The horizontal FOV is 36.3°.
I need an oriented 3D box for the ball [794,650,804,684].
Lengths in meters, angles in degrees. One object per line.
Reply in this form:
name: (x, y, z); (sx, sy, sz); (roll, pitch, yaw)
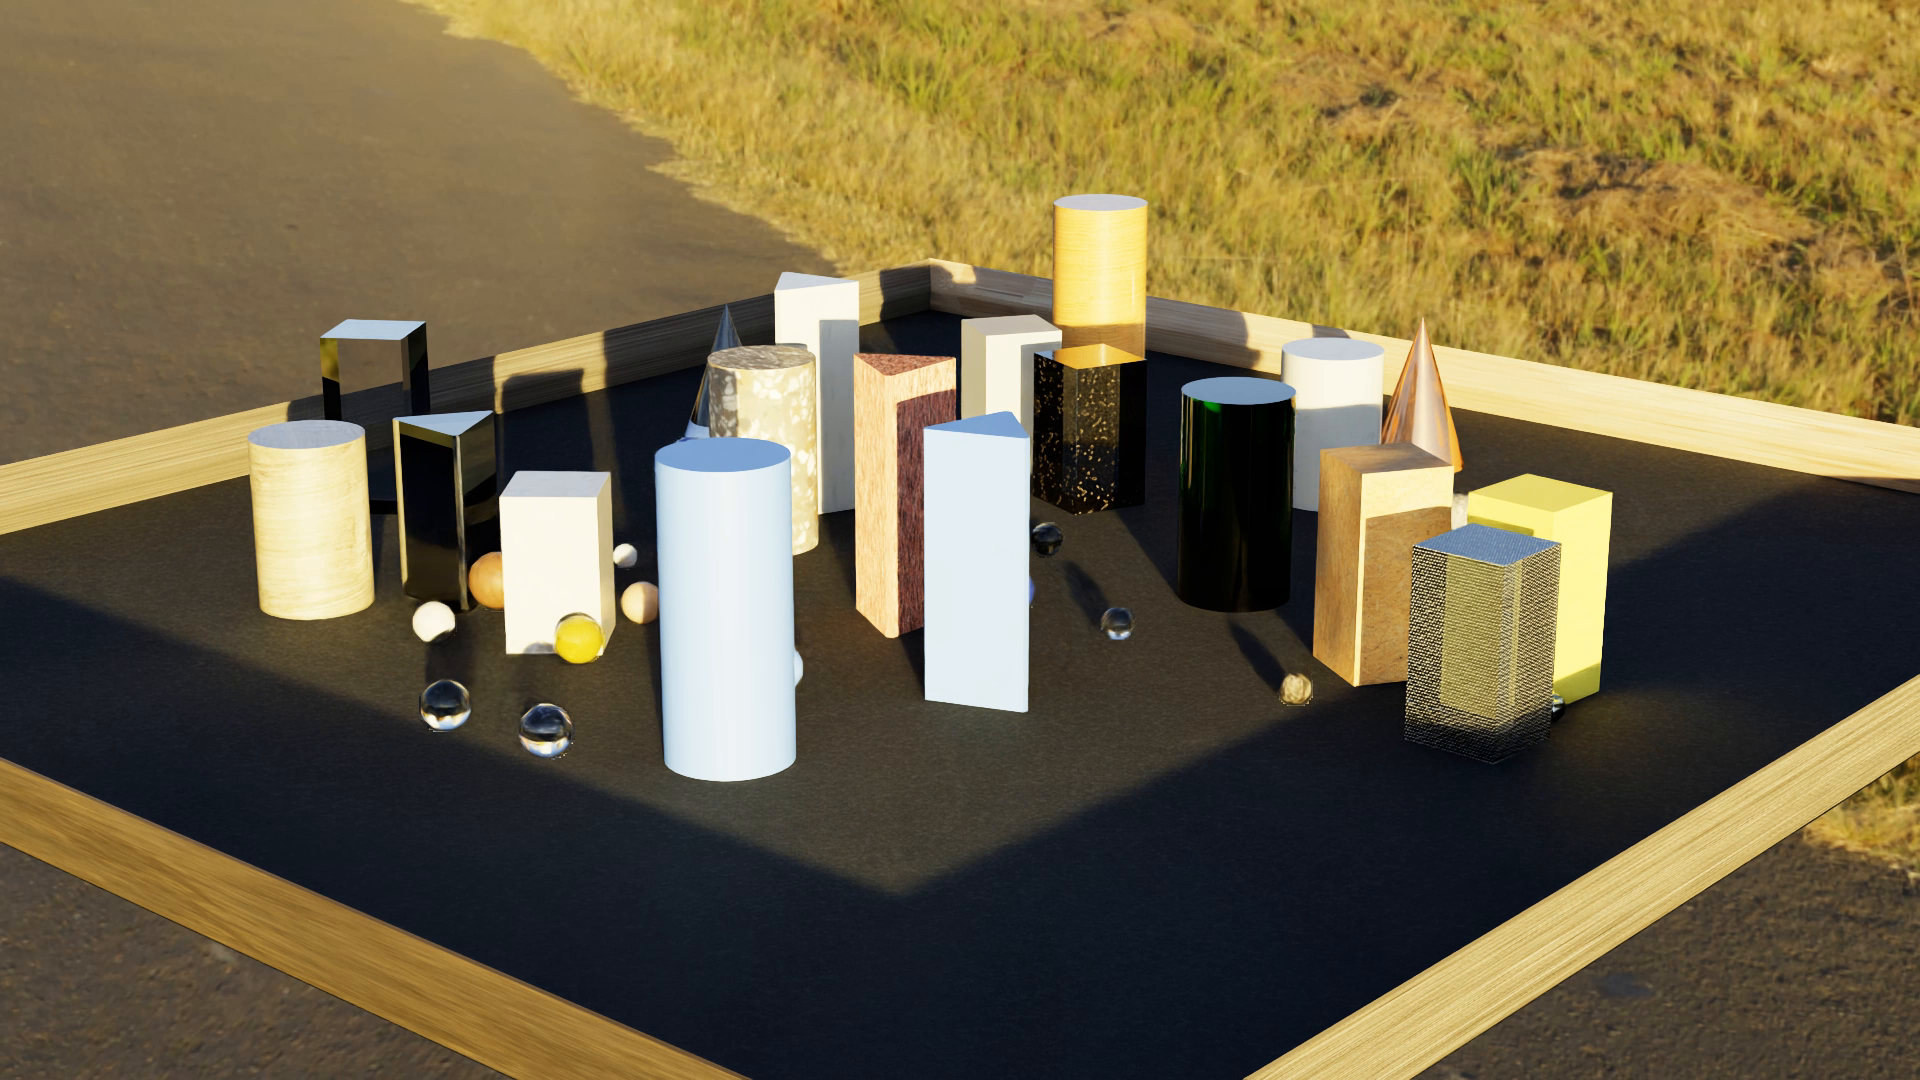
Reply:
ball: (-0.284, 0.203, 4.654); (0.072, 0.072, 0.072); (0, 17, 0)

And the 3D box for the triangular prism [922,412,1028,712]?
triangular prism: (0.049, 0.028, 4.596); (0.171, 0.440, 0.148); (6, 18, 20)

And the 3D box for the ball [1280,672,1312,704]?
ball: (0.525, 0.233, 4.593); (0.050, 0.050, 0.050); (0, 17, 0)

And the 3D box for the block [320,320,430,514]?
block: (-1.119, -0.237, 5.644); (0.158, 0.344, 0.158); (2, 17, 7)

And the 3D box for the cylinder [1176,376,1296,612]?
cylinder: (0.478, -0.080, 5.079); (0.197, 0.369, 0.197); (0, 17, 0)

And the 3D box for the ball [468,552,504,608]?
ball: (-0.792, 0.069, 5.021); (0.099, 0.099, 0.099); (0, 17, 0)

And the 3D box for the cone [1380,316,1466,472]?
cone: (0.929, -0.303, 5.927); (0.197, 0.306, 0.197); (0, 17, 0)

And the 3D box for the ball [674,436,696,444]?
ball: (-0.540, -0.164, 5.848); (0.085, 0.085, 0.085); (0, 17, 0)

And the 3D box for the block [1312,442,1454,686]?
block: (0.680, 0.037, 4.721); (0.158, 0.351, 0.158); (-5, 18, -17)

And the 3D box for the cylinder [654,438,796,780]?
cylinder: (-0.343, 0.100, 4.310); (0.197, 0.468, 0.197); (0, 17, 0)

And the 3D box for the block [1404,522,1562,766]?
block: (0.785, 0.154, 4.407); (0.158, 0.309, 0.158); (15, 22, 40)

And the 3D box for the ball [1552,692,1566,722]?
ball: (0.910, 0.257, 4.518); (0.047, 0.047, 0.047); (0, 17, 0)

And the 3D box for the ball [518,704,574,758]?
ball: (-0.617, 0.284, 4.370); (0.081, 0.081, 0.081); (0, 17, 0)

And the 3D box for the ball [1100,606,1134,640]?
ball: (0.262, 0.140, 4.891); (0.057, 0.057, 0.057); (0, 17, 0)

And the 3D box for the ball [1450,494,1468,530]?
ball: (0.919, -0.040, 5.428); (0.092, 0.092, 0.092); (0, 17, 0)

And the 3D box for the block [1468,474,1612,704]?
block: (0.903, 0.083, 4.609); (0.158, 0.327, 0.158); (-16, 23, -42)

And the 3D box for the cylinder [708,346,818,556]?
cylinder: (-0.361, -0.164, 5.387); (0.197, 0.351, 0.197); (0, 17, 0)

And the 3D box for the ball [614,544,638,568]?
ball: (-0.603, 0.029, 5.280); (0.044, 0.044, 0.044); (0, 17, 0)

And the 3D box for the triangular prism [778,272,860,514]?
triangular prism: (-0.301, -0.283, 5.621); (0.171, 0.444, 0.148); (-9, 19, -27)

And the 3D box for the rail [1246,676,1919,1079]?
rail: (1.187, 0.329, 4.133); (0.045, 0.128, 3.442); (14, 22, 39)

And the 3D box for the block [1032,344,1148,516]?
block: (0.250, -0.215, 5.670); (0.158, 0.287, 0.158); (-9, 19, -28)

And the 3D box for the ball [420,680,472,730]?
ball: (-0.786, 0.252, 4.480); (0.078, 0.078, 0.078); (0, 17, 0)

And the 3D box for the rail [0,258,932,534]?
rail: (-1.187, -0.265, 6.107); (0.045, 0.128, 3.442); (14, 22, 39)

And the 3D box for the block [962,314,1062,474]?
block: (0.103, -0.291, 5.913); (0.158, 0.291, 0.158); (-5, 18, -17)

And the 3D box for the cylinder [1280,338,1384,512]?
cylinder: (0.717, -0.224, 5.679); (0.197, 0.299, 0.197); (0, 17, 0)

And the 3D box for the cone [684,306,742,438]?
cone: (-0.482, -0.347, 6.091); (0.197, 0.297, 0.197); (0, 17, 0)

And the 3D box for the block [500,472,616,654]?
block: (-0.665, 0.037, 4.864); (0.158, 0.269, 0.158); (0, 17, 2)

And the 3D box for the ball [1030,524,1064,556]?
ball: (0.158, 0.000, 5.347); (0.060, 0.060, 0.060); (0, 17, 0)

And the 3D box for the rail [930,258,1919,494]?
rail: (1.113, -0.338, 6.347); (3.191, 0.128, 0.045); (14, 22, 39)

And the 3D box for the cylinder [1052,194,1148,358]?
cylinder: (0.292, -0.471, 6.175); (0.197, 0.485, 0.197); (0, 17, 0)

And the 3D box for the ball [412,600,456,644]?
ball: (-0.875, 0.137, 4.876); (0.071, 0.071, 0.071); (0, 17, 0)

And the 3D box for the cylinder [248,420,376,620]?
cylinder: (-1.117, -0.037, 5.053); (0.197, 0.301, 0.197); (0, 17, 0)

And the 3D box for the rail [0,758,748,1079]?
rail: (-1.113, 0.402, 3.893); (3.191, 0.128, 0.045); (14, 22, 39)

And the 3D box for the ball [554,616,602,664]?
ball: (-0.622, 0.162, 4.777); (0.079, 0.079, 0.079); (0, 17, 0)

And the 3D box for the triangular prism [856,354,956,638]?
triangular prism: (-0.119, -0.084, 4.953); (0.148, 0.450, 0.171); (14, 21, 38)

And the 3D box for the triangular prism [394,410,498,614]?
triangular prism: (-0.863, -0.057, 5.091); (0.171, 0.317, 0.148); (15, 22, 40)

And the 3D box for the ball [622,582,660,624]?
ball: (-0.539, 0.106, 4.976); (0.071, 0.071, 0.071); (0, 17, 0)

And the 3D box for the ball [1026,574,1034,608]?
ball: (0.083, 0.085, 5.014); (0.089, 0.089, 0.089); (0, 17, 0)
